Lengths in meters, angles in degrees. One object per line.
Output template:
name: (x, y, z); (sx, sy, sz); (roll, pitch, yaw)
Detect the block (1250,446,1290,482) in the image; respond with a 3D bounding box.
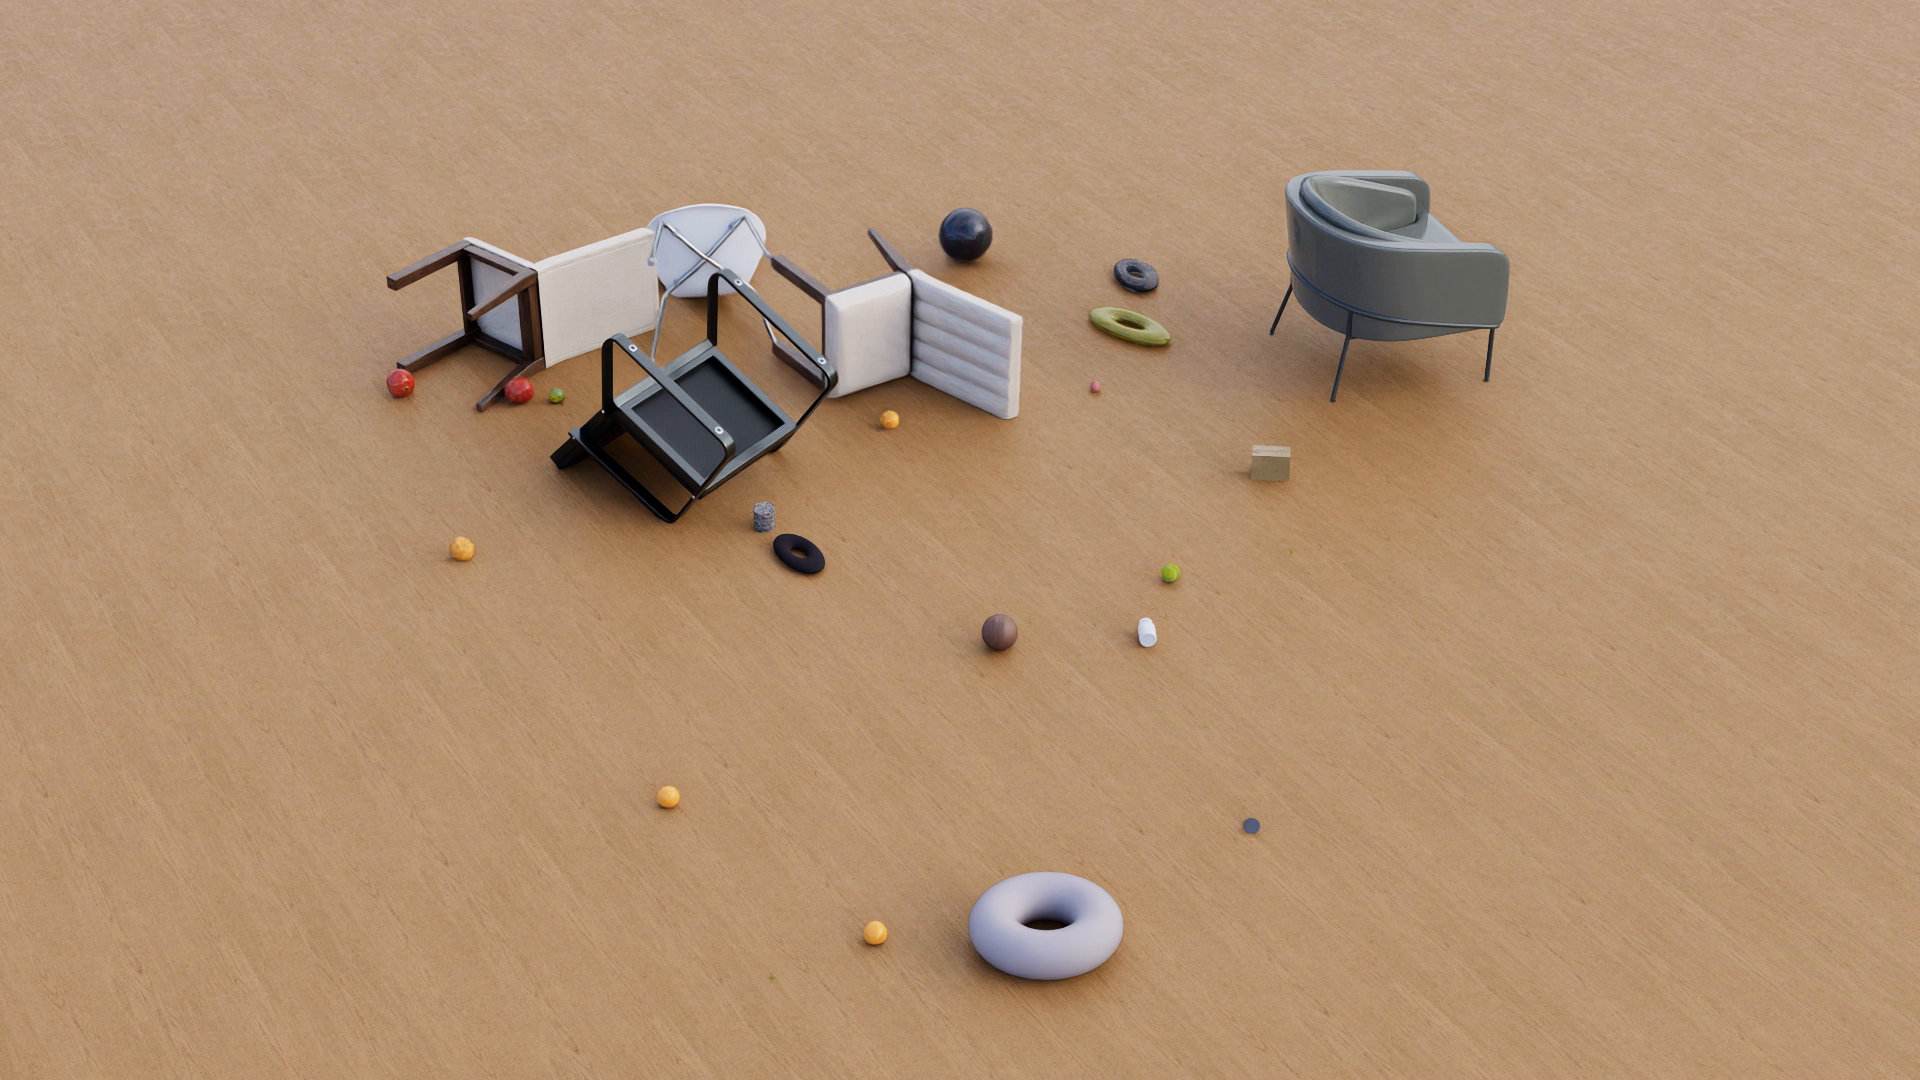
block: (1.197, -0.296, 11.294); (0.145, 0.109, 0.076); (3, 34, 5)

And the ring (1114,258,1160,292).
ring: (0.759, -1.140, 12.629); (0.181, 0.052, 0.276); (-10, 35, -16)

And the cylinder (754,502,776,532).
cylinder: (-0.734, -0.085, 11.000); (0.080, 0.082, 0.090); (5, 34, 7)

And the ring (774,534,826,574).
ring: (-0.595, 0.050, 10.834); (0.152, 0.040, 0.285); (-18, 37, -27)

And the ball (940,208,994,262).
ball: (0.026, -1.328, 12.747); (0.235, 0.235, 0.235); (0, 33, 0)

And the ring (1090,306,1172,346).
ring: (0.709, -0.894, 12.255); (0.412, 0.053, 0.193); (25, 40, 33)

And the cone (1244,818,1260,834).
cone: (0.950, 0.920, 9.525); (0.056, 0.053, 0.062); (-2, 9, 10)

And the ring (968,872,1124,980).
ring: (0.264, 1.183, 9.005); (0.478, 0.163, 0.404); (0, 35, 1)
